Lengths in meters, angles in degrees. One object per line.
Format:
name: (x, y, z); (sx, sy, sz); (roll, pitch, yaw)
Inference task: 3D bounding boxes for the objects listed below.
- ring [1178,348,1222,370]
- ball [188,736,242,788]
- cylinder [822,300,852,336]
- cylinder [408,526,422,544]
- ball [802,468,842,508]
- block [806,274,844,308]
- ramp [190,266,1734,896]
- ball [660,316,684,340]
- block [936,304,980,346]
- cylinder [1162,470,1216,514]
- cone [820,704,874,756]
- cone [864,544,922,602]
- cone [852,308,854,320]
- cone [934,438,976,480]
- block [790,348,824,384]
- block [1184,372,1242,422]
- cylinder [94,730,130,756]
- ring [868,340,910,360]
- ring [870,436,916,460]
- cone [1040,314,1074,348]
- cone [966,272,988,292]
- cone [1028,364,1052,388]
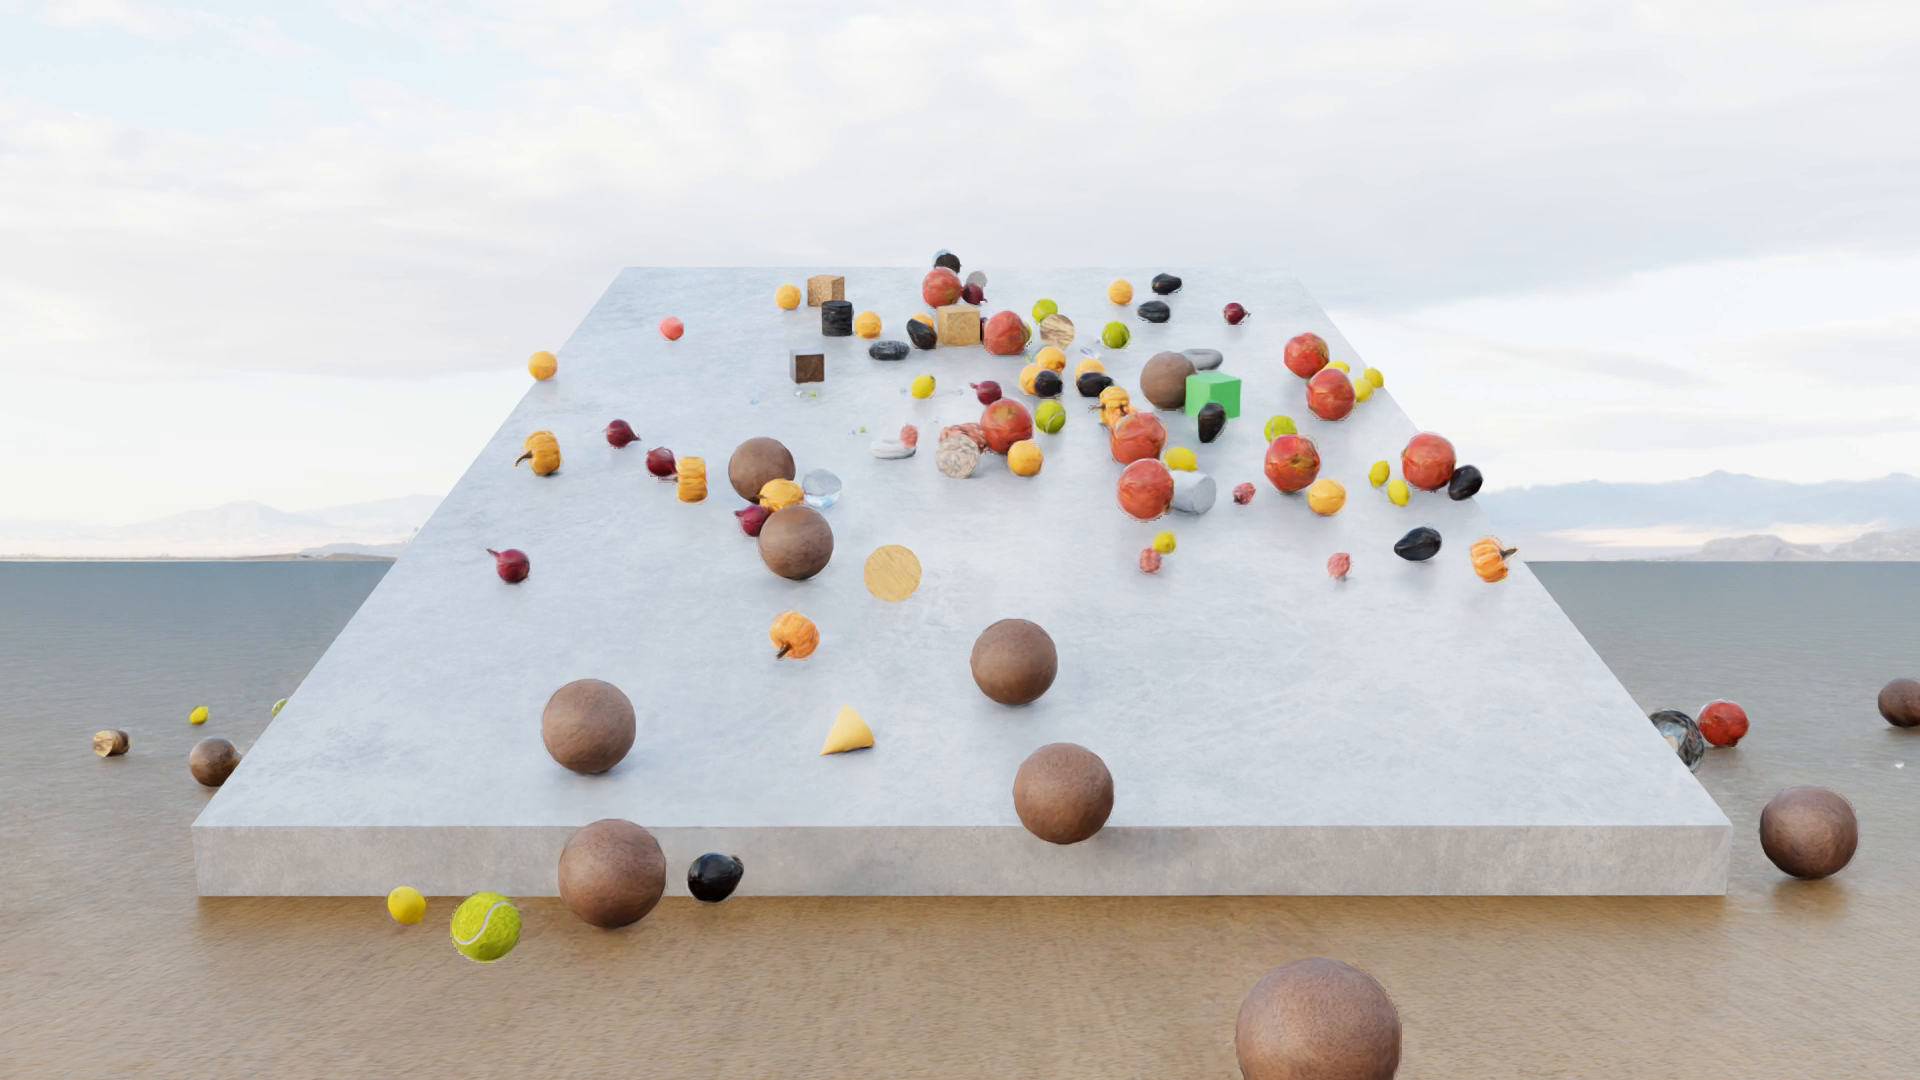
ring: (0.587, -0.442, 5.429); (0.109, 0.036, 0.109); (-1, 18, 0)
ball: (-1.431, 0.426, 4.280); (0.097, 0.097, 0.097); (0, 0, 0)
cylinder: (-0.319, -0.574, 5.776); (0.080, 0.080, 0.080); (0, 17, 0)
cylinder: (-1.418, -0.002, 5.836); (0.054, 0.054, 0.054); (0, 16, -11)
ball: (-0.264, -0.099, 4.260); (0.078, 0.078, 0.078); (0, 0, 0)
block: (-0.370, -0.686, 6.139); (0.076, 0.076, 0.076); (8, 19, 24)
ramp: (-0.003, -0.178, 4.811); (2.000, 0.100, 4.000); (0, 17, 0)
ball: (-0.737, -0.542, 5.704); (0.060, 0.060, 0.060); (0, 0, 0)
block: (-0.004, -0.547, 5.677); (0.087, 0.087, 0.087); (-5, 18, -17)
cylinder: (0.438, -0.092, 4.245); (0.073, 0.073, 0.073); (16, 10, 40)
cone: (-0.170, 0.281, 3.120); (0.072, 0.072, 0.072); (-38, 14, -20)
cone: (-0.115, 0.063, 3.795); (0.098, 0.098, 0.098); (0, -9, -2)
cone: (-0.305, -0.588, 5.908); (0.061, 0.061, 0.061); (0, -9, 6)
cone: (0.008, -0.159, 4.513); (0.092, 0.092, 0.092); (0, 1, 22)
block: (-0.363, -0.413, 5.279); (0.069, 0.069, 0.069); (-5, 18, -16)
block: (0.562, -0.318, 4.949); (0.087, 0.087, 0.087); (-11, 20, -30)
cylinder: (-1.888, 0.451, 4.957); (0.055, 0.055, 0.055); (0, 1, 24)
ring: (-0.175, -0.469, 5.517); (0.102, 0.034, 0.102); (-1, 18, 0)
ring: (-0.138, -0.192, 4.632); (0.098, 0.033, 0.098); (1, 18, 0)
cone: (0.244, -0.520, 5.669); (0.090, 0.090, 0.090); (0, -9, -3)
cone: (0.055, -0.731, 6.366); (0.061, 0.061, 0.061); (0, -10, 14)
cone: (0.188, -0.391, 5.233); (0.054, 0.054, 0.054); (0, 17, 0)
